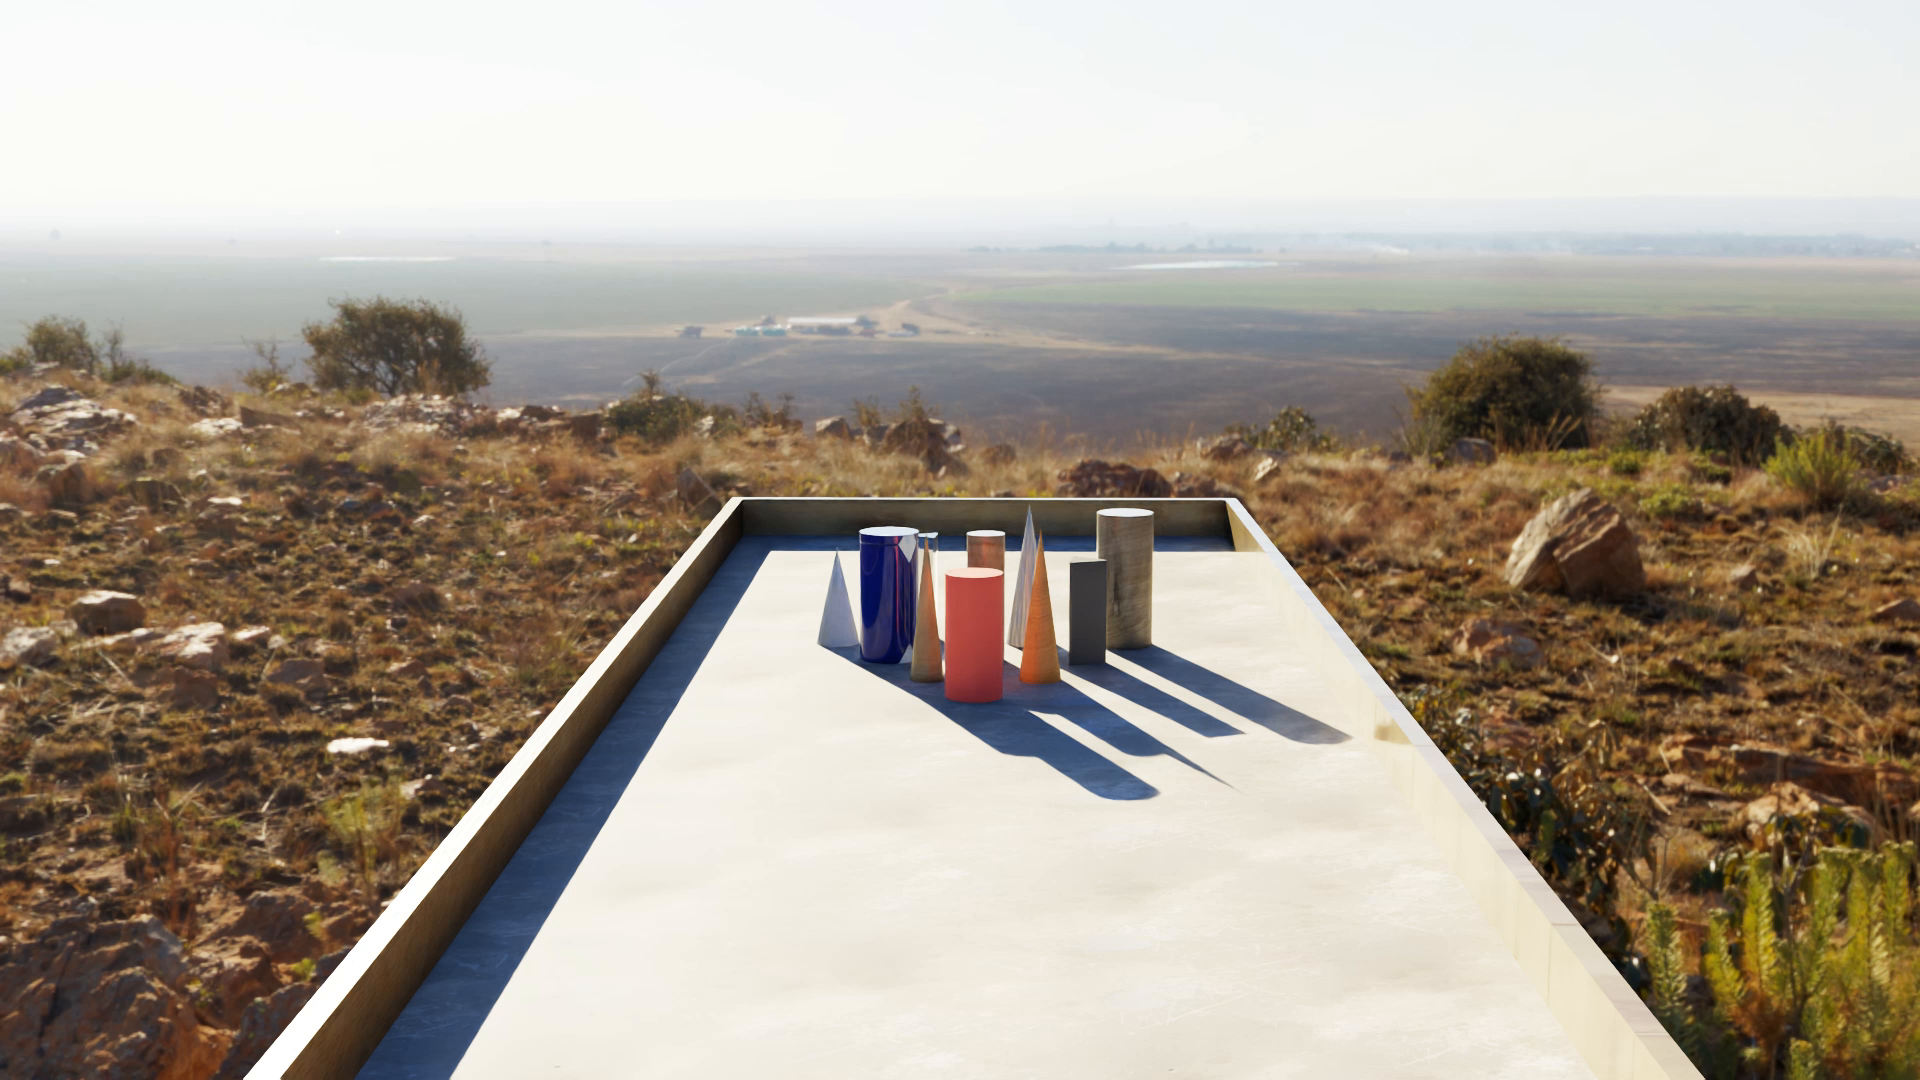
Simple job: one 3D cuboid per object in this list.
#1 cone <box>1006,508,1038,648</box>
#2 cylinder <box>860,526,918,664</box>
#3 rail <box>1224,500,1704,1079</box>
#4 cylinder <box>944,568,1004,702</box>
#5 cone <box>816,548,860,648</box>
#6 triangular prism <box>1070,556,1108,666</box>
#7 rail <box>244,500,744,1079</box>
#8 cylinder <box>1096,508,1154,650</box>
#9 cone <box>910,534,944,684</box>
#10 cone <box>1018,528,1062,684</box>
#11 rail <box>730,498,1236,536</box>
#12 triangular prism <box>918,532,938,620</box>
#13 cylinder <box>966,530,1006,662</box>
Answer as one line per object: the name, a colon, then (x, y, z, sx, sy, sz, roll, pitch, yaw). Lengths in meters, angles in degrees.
cone: (0.218, 0.107, 6.926, 0.152, 0.440, 0.152, 0, 9, 0)
cylinder: (-0.215, 0.167, 6.703, 0.179, 0.392, 0.179, 0, 9, 0)
rail: (1.046, 0.843, 3.208, 0.050, 0.150, 12.000, 0, 9, 1)
cylinder: (0.039, 0.267, 6.194, 0.164, 0.355, 0.164, 0, 9, 0)
cone: (-0.387, 0.174, 6.937, 0.140, 0.304, 0.140, 0, 9, 0)
triangular prism: (0.366, 0.212, 6.668, 0.122, 0.314, 0.105, -4, 10, -22)
rail: (-1.004, 0.839, 3.234, 0.050, 0.150, 12.000, 0, 9, 1)
cylinder: (0.517, 0.121, 6.904, 0.177, 0.420, 0.177, 0, 9, 0)
cone: (-0.097, 0.188, 6.397, 0.101, 0.447, 0.101, 0, 9, 0)
cone: (0.234, 0.187, 6.400, 0.125, 0.448, 0.125, 0, 9, 0)
rail: (0.099, -0.098, 9.147, 2.100, 0.150, 0.050, 0, 9, 1)
triangular prism: (-0.098, 0.150, 6.980, 0.101, 0.339, 0.088, 6, 11, 35)
cylinder: (0.079, 0.173, 6.668, 0.116, 0.391, 0.116, 0, 9, 0)
